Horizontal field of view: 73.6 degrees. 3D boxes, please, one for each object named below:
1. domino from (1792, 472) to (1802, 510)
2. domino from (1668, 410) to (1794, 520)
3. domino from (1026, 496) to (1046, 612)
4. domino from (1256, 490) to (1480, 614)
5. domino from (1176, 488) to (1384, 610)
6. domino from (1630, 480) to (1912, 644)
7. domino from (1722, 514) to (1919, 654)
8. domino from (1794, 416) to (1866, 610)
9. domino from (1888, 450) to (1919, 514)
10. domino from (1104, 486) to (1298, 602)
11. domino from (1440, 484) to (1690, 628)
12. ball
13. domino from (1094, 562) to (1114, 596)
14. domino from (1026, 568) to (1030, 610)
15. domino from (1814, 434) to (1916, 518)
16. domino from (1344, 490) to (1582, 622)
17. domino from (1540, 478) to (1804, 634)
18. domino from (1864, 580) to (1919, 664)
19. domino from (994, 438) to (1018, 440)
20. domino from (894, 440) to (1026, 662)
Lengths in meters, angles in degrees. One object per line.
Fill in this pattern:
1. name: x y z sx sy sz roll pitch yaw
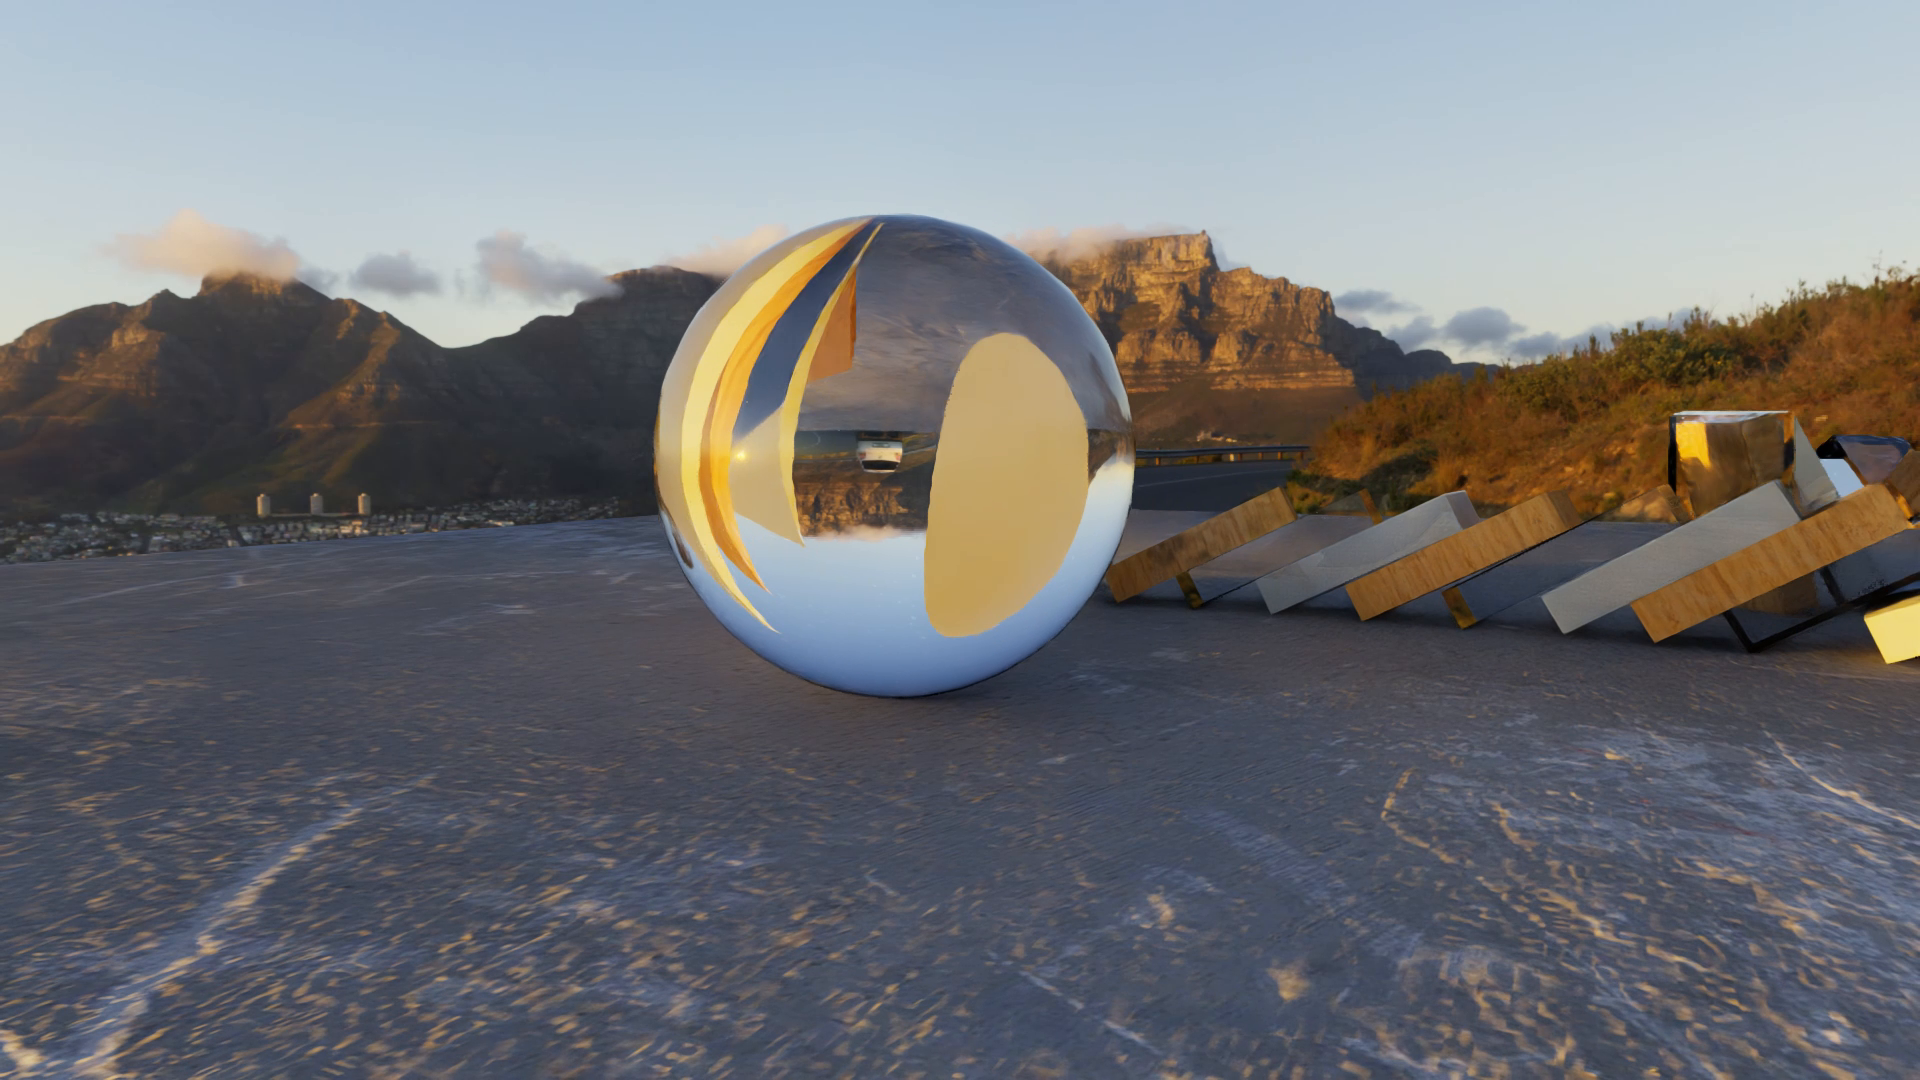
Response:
1. domino: 0.206 -0.008 0.335 0.009 0.050 0.025 -17 6 -6
2. domino: 0.193 -0.007 0.321 0.025 0.050 0.010 4 12 45
3. domino: 0.009 0.003 0.342 0.025 0.010 0.050 -1 26 6
4. domino: 0.101 0.003 0.318 0.050 0.010 0.025 -29 -11 30
5. domino: 0.083 0.002 0.332 0.050 0.009 0.025 -27 -6 22
6. domino: 0.169 0.005 0.268 0.050 0.010 0.025 -35 -16 31
7. domino: 0.183 0.006 0.259 0.050 0.009 0.025 -35 -16 31
8. domino: 0.225 -0.007 0.336 0.010 0.050 0.025 -28 -10 25
9. domino: 0.252 -0.001 0.311 0.025 0.010 0.050 0 47 0
10. domino: 0.064 0.001 0.341 0.050 0.010 0.025 -26 -6 16
11. domino: 0.138 0.004 0.293 0.050 0.010 0.025 -33 -15 31
12. ball: -0.011 -0.014 0.215 0.080 0.080 0.080 0 4 0
13. domino: 0.027 0.010 0.367 0.025 0.010 0.050 1 5 18
14. domino: 0.002 0.002 0.322 0.025 0.010 0.050 -6 29 -2
15. domino: 0.244 -0.005 0.330 0.025 0.050 0.009 0 -36 -17
16. domino: 0.120 0.004 0.306 0.050 0.009 0.025 -30 -13 32
17. domino: 0.155 0.004 0.279 0.050 0.010 0.025 -35 -16 31
18. domino: 0.202 0.008 0.243 0.050 0.009 0.025 -28 -5 38
19. domino: 0.001 -0.001 0.288 0.025 0.050 0.010 -1 -38 2
20. domino: 0.001 0.001 0.263 0.025 0.050 0.010 0 -38 3
